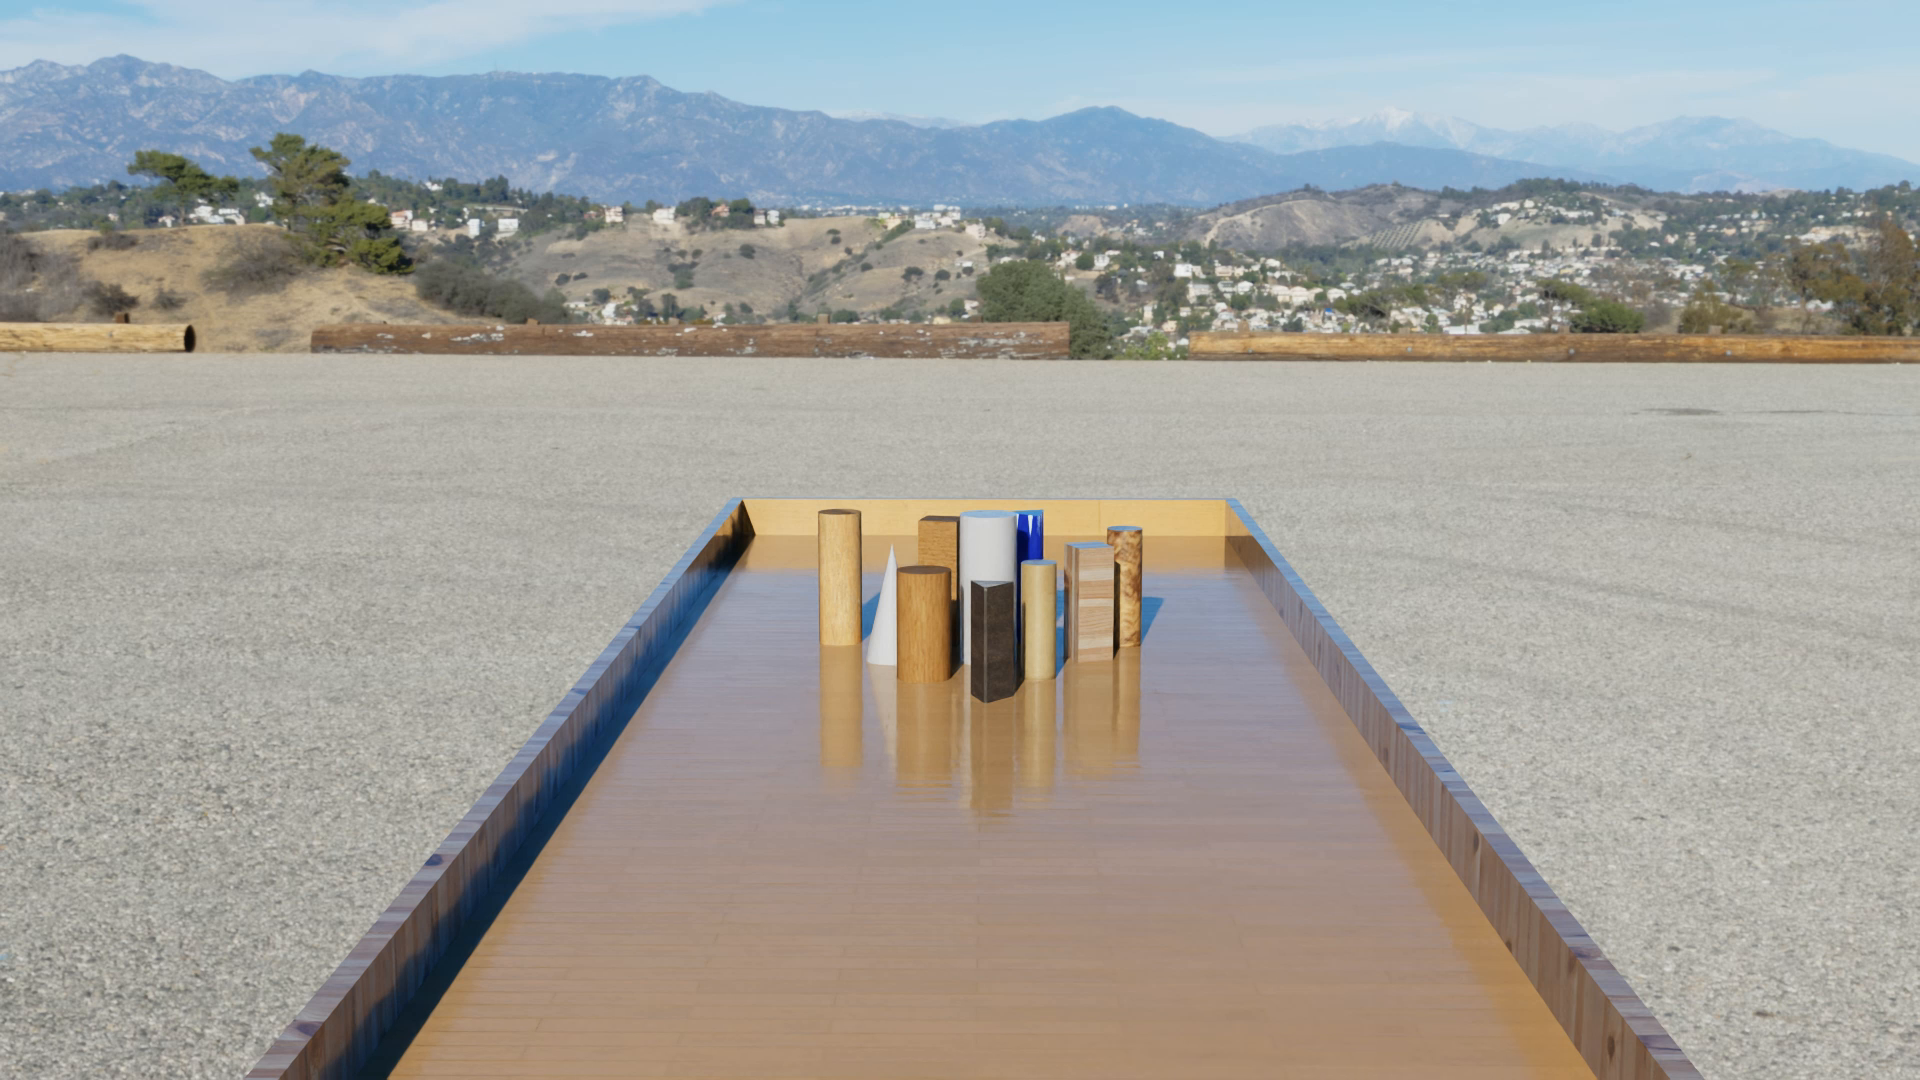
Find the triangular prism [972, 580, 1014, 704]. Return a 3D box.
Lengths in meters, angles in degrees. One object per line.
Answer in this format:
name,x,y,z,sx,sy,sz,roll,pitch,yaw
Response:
triangular prism,0.071,0.281,6.188,0.105,0.328,0.121,8,12,41

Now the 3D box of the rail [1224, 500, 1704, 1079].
rail,1.046,0.843,3.208,0.050,0.150,12.000,0,9,1

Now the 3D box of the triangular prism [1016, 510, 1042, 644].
triangular prism,0.226,0.115,6.965,0.140,0.413,0.121,7,11,37

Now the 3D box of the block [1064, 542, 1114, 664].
block,0.392,0.188,6.701,0.115,0.351,0.115,-3,10,-20

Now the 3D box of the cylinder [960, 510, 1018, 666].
cylinder,0.086,0.144,6.660,0.173,0.451,0.173,0,9,0

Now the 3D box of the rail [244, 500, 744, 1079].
rail,-1.004,0.839,3.234,0.050,0.150,12.000,0,9,1

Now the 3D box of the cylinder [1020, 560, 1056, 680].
cylinder,0.231,0.234,6.440,0.104,0.342,0.104,0,9,0

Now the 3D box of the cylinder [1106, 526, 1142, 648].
cylinder,0.515,0.146,6.902,0.112,0.371,0.112,0,9,0

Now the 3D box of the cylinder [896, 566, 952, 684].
cylinder,-0.105,0.245,6.440,0.161,0.320,0.161,0,9,0

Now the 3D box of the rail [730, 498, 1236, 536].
rail,0.099,-0.098,9.147,2.100,0.150,0.050,0,9,1

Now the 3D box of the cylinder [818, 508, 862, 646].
cylinder,-0.378,0.116,6.951,0.137,0.415,0.137,0,9,0

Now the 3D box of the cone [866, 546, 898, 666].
cone,-0.205,0.187,6.681,0.167,0.360,0.167,0,9,0

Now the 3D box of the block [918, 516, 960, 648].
block,-0.057,0.128,6.933,0.123,0.396,0.123,2,9,13
